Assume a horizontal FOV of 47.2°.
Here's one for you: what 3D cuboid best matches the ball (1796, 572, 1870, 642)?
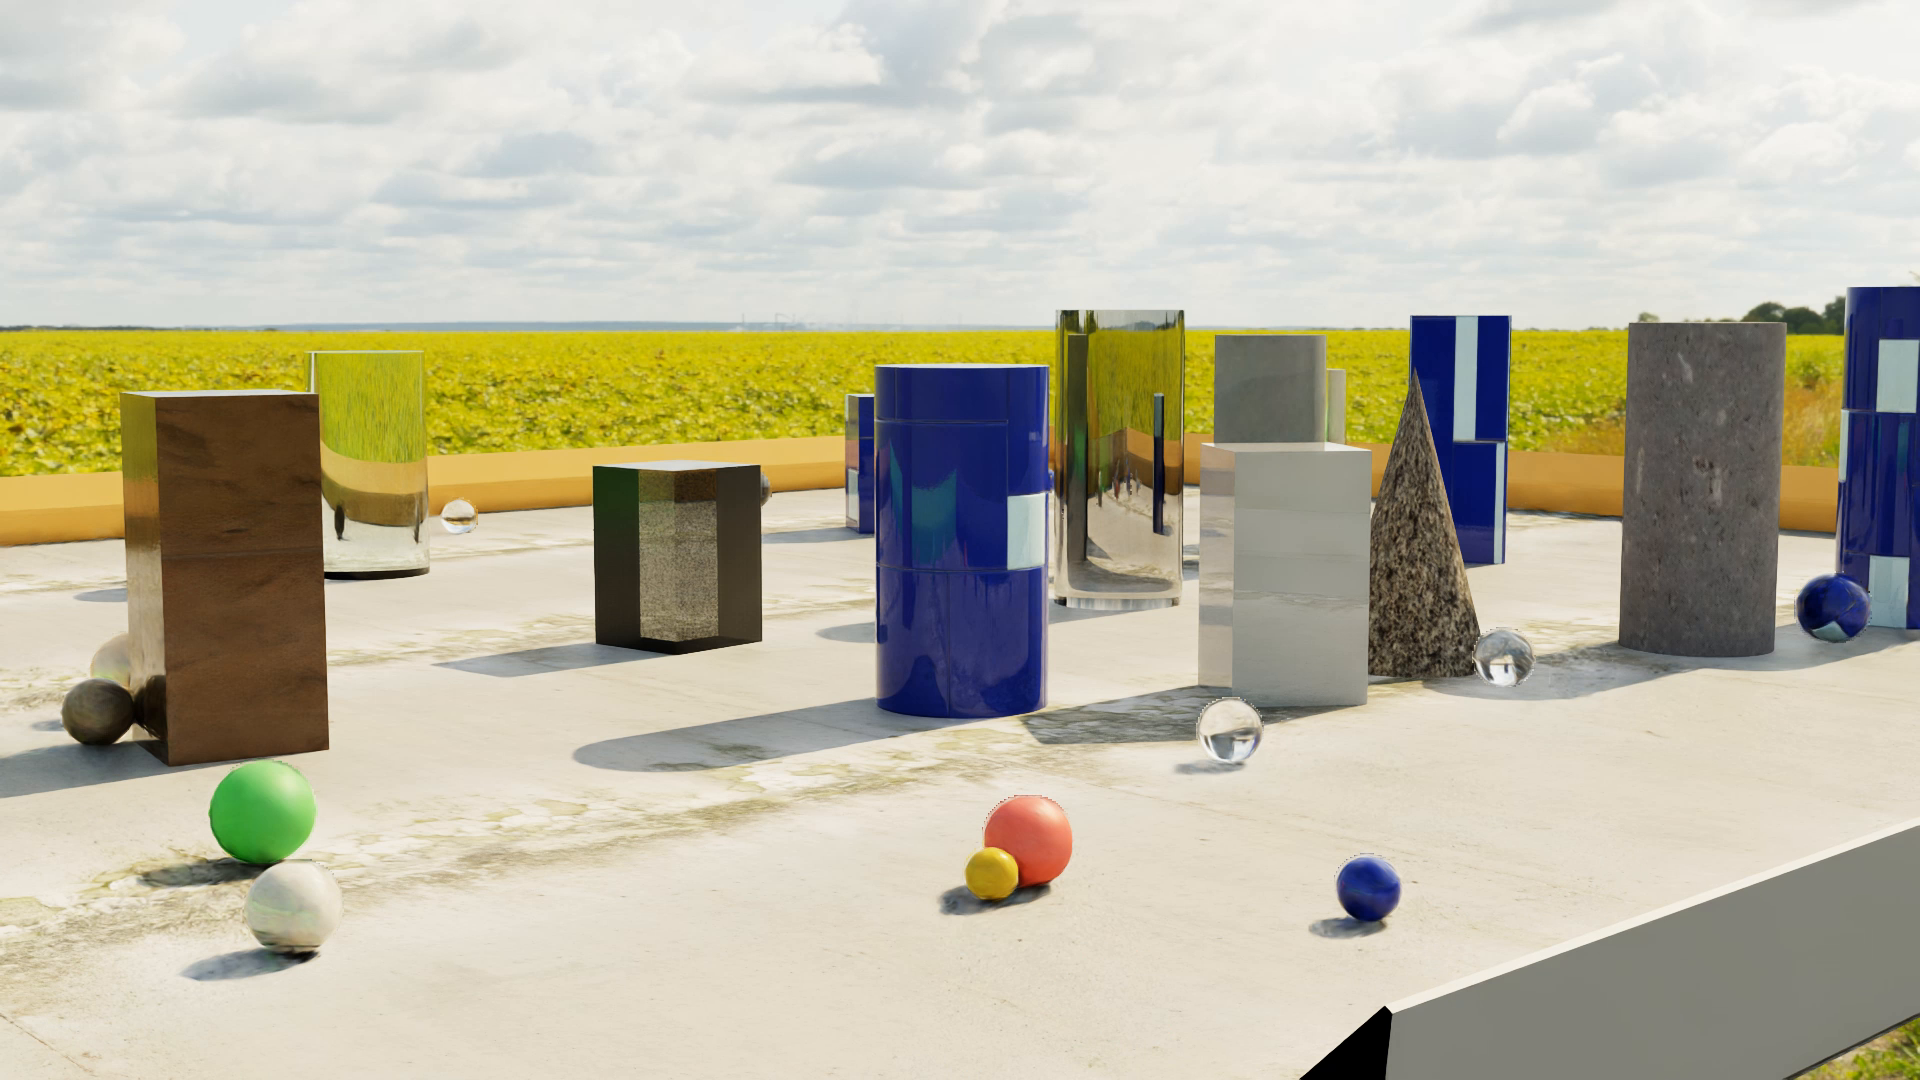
[{"bbox_3d":[1.173,0.091,2.955,0.094,0.094,0.094,0,6,0],"label":"ball"}]

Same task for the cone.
[{"bbox_3d":[0.565,-0.029,2.751,0.197,0.375,0.197,0,6,0],"label":"cone"}]

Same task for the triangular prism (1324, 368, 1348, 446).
[{"bbox_3d":[0.657,-0.170,4.307,0.171,0.331,0.148,0,6,0],"label":"triangular prism"}]

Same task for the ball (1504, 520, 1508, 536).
[{"bbox_3d":[0.996,-0.026,4.158,0.077,0.077,0.077,0,6,0],"label":"ball"}]

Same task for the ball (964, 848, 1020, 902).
[{"bbox_3d":[0.024,0.253,1.660,0.041,0.041,0.041,0,6,0],"label":"ball"}]

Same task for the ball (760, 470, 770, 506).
[{"bbox_3d":[-0.470,-0.114,4.891,0.099,0.099,0.099,0,6,0],"label":"ball"}]

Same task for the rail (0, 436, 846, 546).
[{"bbox_3d":[-1.240,-0.106,4.668,4.071,0.128,0.045,-5,8,-42],"label":"rail"}]

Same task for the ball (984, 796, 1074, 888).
[{"bbox_3d":[0.053,0.234,1.704,0.070,0.070,0.070,0,6,0],"label":"ball"}]

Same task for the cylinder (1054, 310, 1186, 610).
[{"bbox_3d":[0.242,-0.127,3.349,0.197,0.445,0.197,0,6,0],"label":"cylinder"}]

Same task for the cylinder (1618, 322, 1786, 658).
[{"bbox_3d":[0.979,-0.072,2.905,0.197,0.428,0.197,0,6,0],"label":"cylinder"}]

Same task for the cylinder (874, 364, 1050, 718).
[{"bbox_3d":[0.002,-0.005,2.484,0.197,0.383,0.197,0,6,0],"label":"cylinder"}]

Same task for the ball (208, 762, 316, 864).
[{"bbox_3d":[-0.563,0.220,1.775,0.082,0.082,0.082,0,6,0],"label":"ball"}]

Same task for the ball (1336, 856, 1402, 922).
[{"bbox_3d":[0.299,0.255,1.606,0.048,0.048,0.048,0,6,0],"label":"ball"}]

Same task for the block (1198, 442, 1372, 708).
[{"bbox_3d":[0.373,0.036,2.544,0.158,0.288,0.158,-1,6,-8],"label":"block"}]

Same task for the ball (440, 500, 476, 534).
[{"bbox_3d":[-0.999,-0.045,4.380,0.069,0.069,0.069,0,6,0],"label":"ball"}]

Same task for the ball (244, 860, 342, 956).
[{"bbox_3d":[-0.462,0.255,1.525,0.065,0.065,0.065,0,6,0],"label":"ball"}]

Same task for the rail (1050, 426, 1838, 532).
[{"bbox_3d":[1.479,-0.108,4.689,0.045,0.128,3.704,-5,8,-42],"label":"rail"}]

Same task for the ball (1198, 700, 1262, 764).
[{"bbox_3d":[0.267,0.189,2.169,0.063,0.063,0.063,0,6,0],"label":"ball"}]

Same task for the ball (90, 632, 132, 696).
[{"bbox_3d":[-0.908,0.147,2.420,0.093,0.093,0.093,0,6,0],"label":"ball"}]

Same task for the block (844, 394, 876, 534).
[{"bbox_3d":[-0.142,-0.158,4.474,0.158,0.273,0.158,-1,6,-13],"label":"block"}]

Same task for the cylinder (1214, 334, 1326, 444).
[{"bbox_3d":[0.550,-0.164,3.913,0.197,0.401,0.197,0,6,0],"label":"cylinder"}]

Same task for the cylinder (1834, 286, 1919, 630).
[{"bbox_3d":[1.363,-0.122,3.143,0.197,0.477,0.197,0,6,0],"label":"cylinder"}]

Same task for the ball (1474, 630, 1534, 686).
[{"bbox_3d":[0.646,0.140,2.609,0.068,0.068,0.068,0,6,0],"label":"ball"}]

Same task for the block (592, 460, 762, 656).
[{"bbox_3d":[-0.377,0.019,2.944,0.158,0.239,0.158,5,8,39],"label":"block"}]

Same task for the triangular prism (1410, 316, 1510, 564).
[{"bbox_3d":[0.898,-0.185,3.948,0.171,0.436,0.148,2,6,16],"label":"triangular prism"}]

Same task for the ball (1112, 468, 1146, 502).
[{"bbox_3d":[0.397,-0.131,5.147,0.079,0.079,0.079,0,6,0],"label":"ball"}]

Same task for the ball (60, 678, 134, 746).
[{"bbox_3d":[-0.883,0.176,2.252,0.070,0.070,0.070,0,6,0],"label":"ball"}]

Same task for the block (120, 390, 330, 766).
[{"bbox_3d":[-0.750,0.031,2.241,0.158,0.361,0.158,-4,7,-32],"label":"block"}]

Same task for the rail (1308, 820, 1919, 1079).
[{"bbox_3d":[1.240,0.173,1.996,4.071,0.128,0.045,-5,8,-42],"label":"rail"}]

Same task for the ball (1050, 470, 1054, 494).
[{"bbox_3d":[0.202,-0.142,5.309,0.067,0.067,0.067,0,6,0],"label":"ball"}]

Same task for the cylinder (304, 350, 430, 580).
[{"bbox_3d":[-1.001,-0.130,3.716,0.197,0.375,0.197,0,6,0],"label":"cylinder"}]
